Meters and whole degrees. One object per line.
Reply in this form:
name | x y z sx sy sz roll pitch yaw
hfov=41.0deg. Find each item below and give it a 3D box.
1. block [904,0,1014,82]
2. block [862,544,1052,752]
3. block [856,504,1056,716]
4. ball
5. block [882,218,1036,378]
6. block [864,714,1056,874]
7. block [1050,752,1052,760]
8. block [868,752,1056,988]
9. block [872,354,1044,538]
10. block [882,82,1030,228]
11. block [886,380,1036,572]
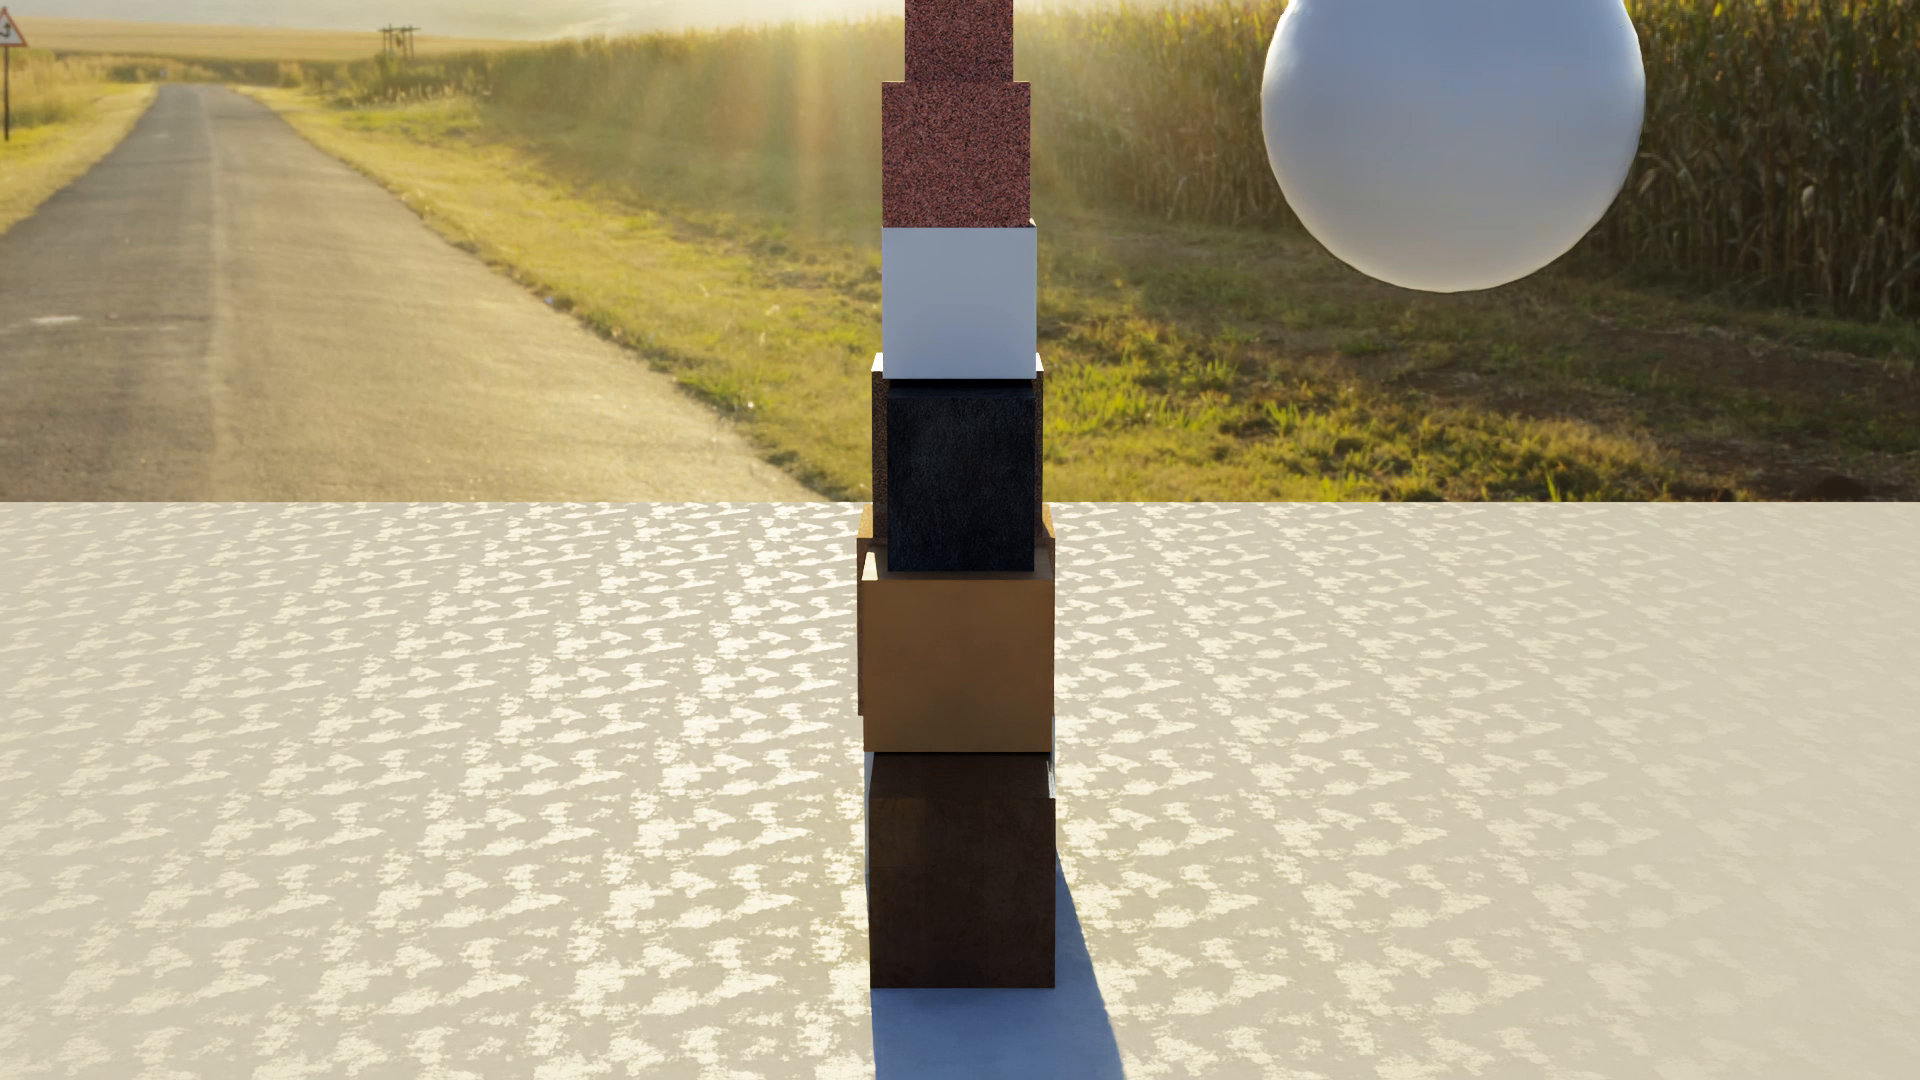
block | -0.004 -2.181 10.784 0.448 0.502 0.459 0 10 0
block | -0.010 0.442 10.807 0.770 0.716 0.798 0 10 0
block | -0.018 0.302 11.646 0.865 0.796 0.882 0 10 0
ball | 2.074 -1.849 10.844 1.600 1.600 1.600 0 10 0
block | -0.003 -1.042 10.991 0.642 0.627 0.657 0 10 0
block | -0.002 1.057 11.738 0.842 0.721 0.817 0 10 0
block | 0.018 1.168 10.976 0.725 0.774 0.702 0 10 0
block | 0.009 1.302 10.265 0.720 0.766 0.724 0 10 0
block | -0.011 -0.431 11.419 0.737 0.728 0.699 0 10 0
block | -0.016 -1.642 10.882 0.610 0.593 0.634 0 10 0
block | 0.004 -0.279 10.769 0.601 0.715 0.614 0 10 0
